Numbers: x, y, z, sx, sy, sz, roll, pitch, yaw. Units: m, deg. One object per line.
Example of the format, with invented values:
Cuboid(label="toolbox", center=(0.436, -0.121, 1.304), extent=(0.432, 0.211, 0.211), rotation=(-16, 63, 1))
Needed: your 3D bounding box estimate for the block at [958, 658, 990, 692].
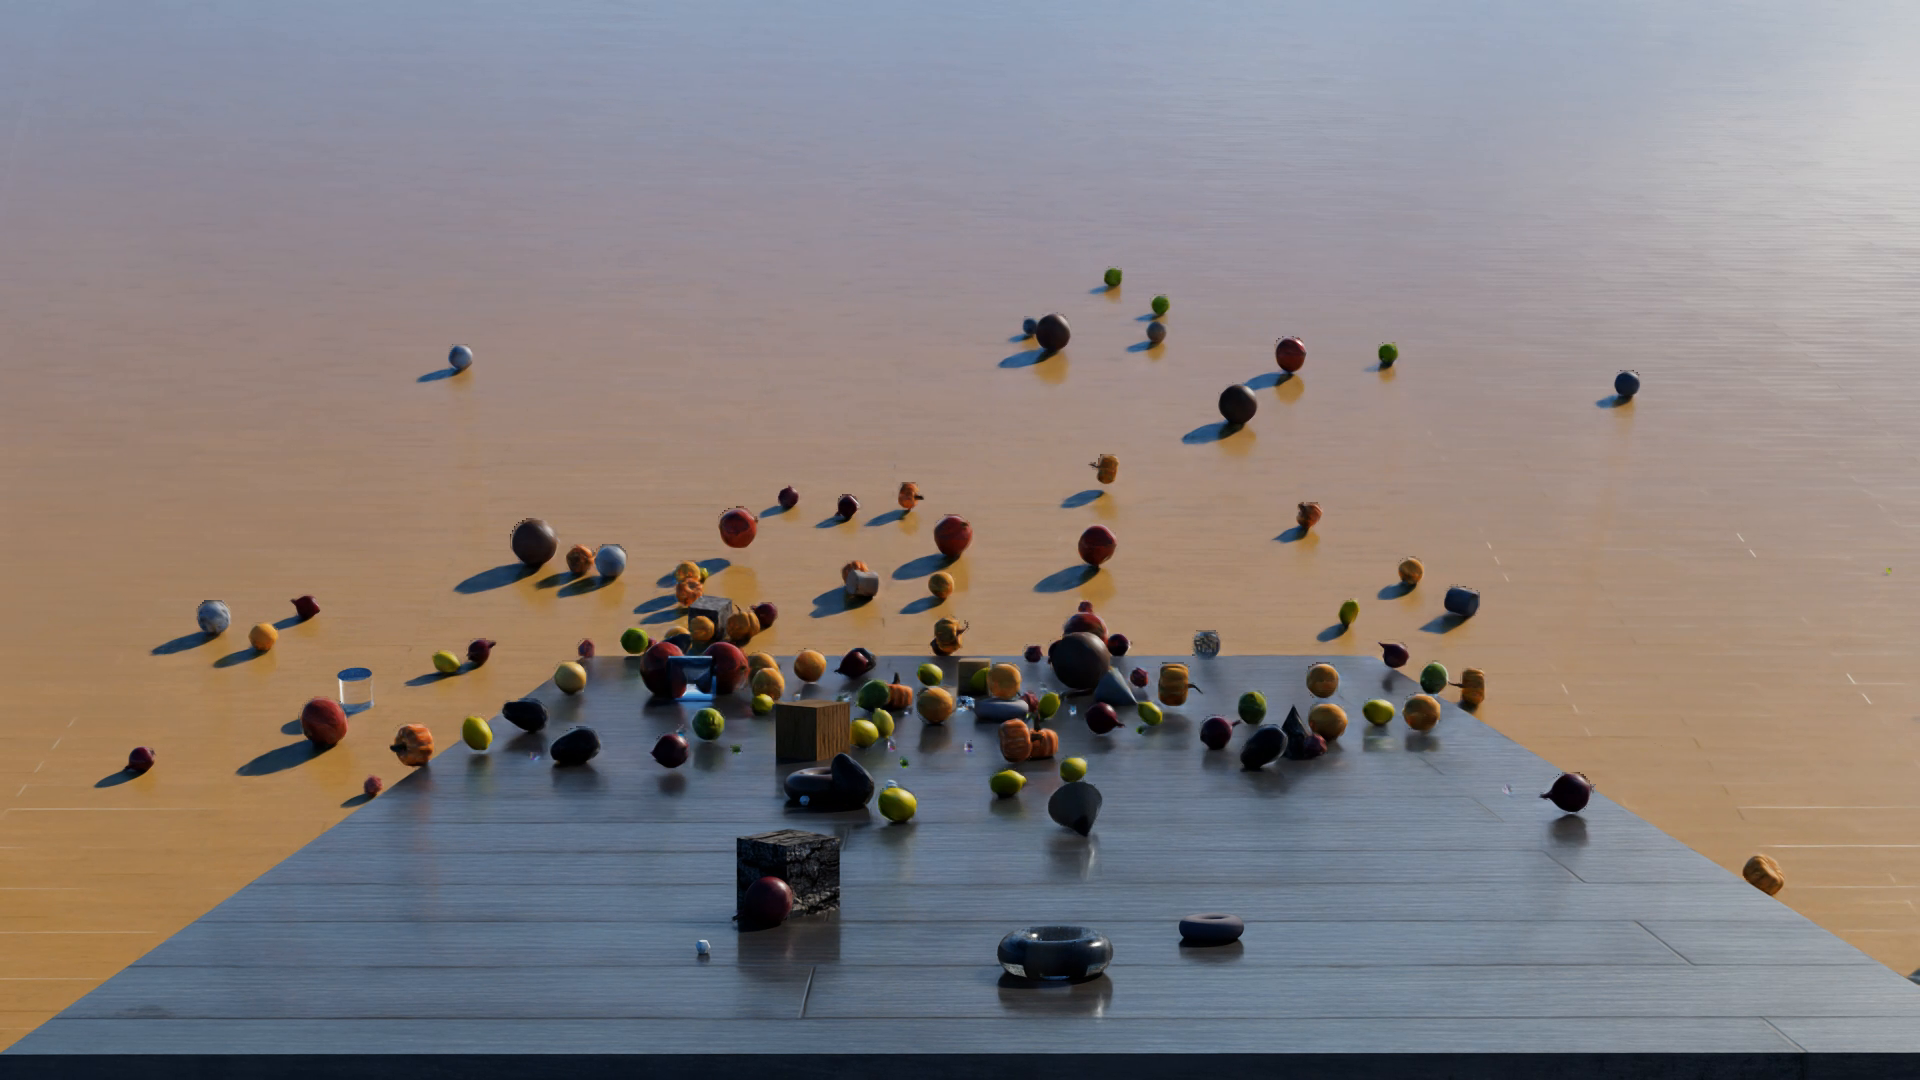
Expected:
Cuboid(label="block", center=(0.033, 0.301, 5.740), extent=(0.067, 0.067, 0.067), rotation=(0, 3, 5))

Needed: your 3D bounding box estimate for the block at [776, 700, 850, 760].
Cuboid(label="block", center=(-0.267, 0.344, 4.670), extent=(0.096, 0.096, 0.096), rotation=(2, 4, 36))

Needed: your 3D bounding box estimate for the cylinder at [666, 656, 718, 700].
Cuboid(label="cylinder", center=(-0.577, 0.298, 5.532), extent=(0.096, 0.096, 0.096), rotation=(0, 21, 3))

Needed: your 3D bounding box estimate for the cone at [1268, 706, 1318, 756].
Cuboid(label="cone", center=(0.609, 0.345, 4.696), extent=(0.090, 0.090, 0.090), rotation=(0, 3, 0))

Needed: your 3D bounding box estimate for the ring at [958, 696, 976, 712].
Cuboid(label="ring", center=(-0.008, 0.342, 5.372), extent=(0.080, 0.027, 0.080), rotation=(-1, 4, 0))

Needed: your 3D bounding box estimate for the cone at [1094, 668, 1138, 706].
Cuboid(label="cone", center=(0.345, 0.330, 5.455), extent=(0.087, 0.087, 0.087), rotation=(32, 34, 26))

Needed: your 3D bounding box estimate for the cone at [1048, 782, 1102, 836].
Cuboid(label="cone", center=(0.180, 0.418, 3.826), extent=(0.083, 0.083, 0.083), rotation=(-4, 30, -9))

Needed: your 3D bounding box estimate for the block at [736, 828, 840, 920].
Cuboid(label="block", center=(-0.217, 0.422, 3.251), extent=(0.092, 0.092, 0.092), rotation=(3, 4, 43))

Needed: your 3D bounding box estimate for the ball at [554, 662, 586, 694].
Cuboid(label="ball", center=(-0.860, 0.304, 5.679), extent=(0.070, 0.070, 0.070), rotation=(0, 21, 0))

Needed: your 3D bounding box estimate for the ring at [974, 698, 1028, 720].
Cuboid(label="ring", center=(0.085, 0.344, 5.218), extent=(0.112, 0.037, 0.112), rotation=(0, 2, 0))

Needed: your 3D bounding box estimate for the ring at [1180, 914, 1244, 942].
Cuboid(label="ring", center=(0.301, 0.464, 3.076), extent=(0.078, 0.026, 0.078), rotation=(-2, -1, 0))

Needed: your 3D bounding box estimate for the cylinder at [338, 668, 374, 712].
Cuboid(label="cylinder", center=(-1.518, 0.376, 6.458), extent=(0.085, 0.085, 0.085), rotation=(0, 21, 0))

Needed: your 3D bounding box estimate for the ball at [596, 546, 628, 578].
Cuboid(label="ball", center=(-0.985, 0.060, 7.258), extent=(0.090, 0.090, 0.090), rotation=(0, 21, 0))

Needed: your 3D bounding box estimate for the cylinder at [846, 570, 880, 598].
Cuboid(label="cylinder", center=(-0.269, 0.120, 7.115), extent=(0.068, 0.068, 0.068), rotation=(11, 13, -33))

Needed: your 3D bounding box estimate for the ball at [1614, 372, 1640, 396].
Cuboid(label="ball", center=(2.281, -0.533, 8.785), extent=(0.083, 0.083, 0.083), rotation=(0, 21, 0))

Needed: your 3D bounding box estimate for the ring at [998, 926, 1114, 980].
Cuboid(label="ring", center=(0.107, 0.465, 2.897), extent=(0.131, 0.044, 0.131), rotation=(-1, 3, 0))

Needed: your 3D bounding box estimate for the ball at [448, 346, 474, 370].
Cuboid(label="ball", center=(-1.760, -0.644, 9.066), extent=(0.085, 0.085, 0.085), rotation=(0, 21, 0))

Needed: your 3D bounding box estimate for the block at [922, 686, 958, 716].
Cuboid(label="block", center=(-0.042, 0.331, 5.310), extent=(0.054, 0.054, 0.054), rotation=(1, 3, 26))

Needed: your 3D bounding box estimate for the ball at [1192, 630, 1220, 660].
Cuboid(label="ball", center=(0.617, 0.263, 6.434), extent=(0.070, 0.070, 0.070), rotation=(0, 21, 0))

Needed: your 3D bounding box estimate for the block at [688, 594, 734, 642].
Cuboid(label="block", center=(-0.668, 0.209, 6.881), extent=(0.088, 0.088, 0.088), rotation=(8, 23, 19))

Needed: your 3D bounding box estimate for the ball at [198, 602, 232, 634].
Cuboid(label="ball", center=(-1.998, 0.208, 6.885), extent=(0.088, 0.088, 0.088), rotation=(0, 21, 0))

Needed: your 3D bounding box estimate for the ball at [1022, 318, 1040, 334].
Cuboid(label="ball", center=(0.262, -0.786, 9.461), extent=(0.062, 0.062, 0.062), rotation=(0, 21, 0))

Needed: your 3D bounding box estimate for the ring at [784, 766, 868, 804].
Cuboid(label="ring", center=(-0.217, 0.397, 4.162), extent=(0.137, 0.046, 0.137), rotation=(-1, 3, 0))

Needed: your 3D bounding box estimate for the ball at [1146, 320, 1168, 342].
Cuboid(label="ball", center=(0.718, -0.760, 9.373), extent=(0.078, 0.078, 0.078), rotation=(0, 21, 0))

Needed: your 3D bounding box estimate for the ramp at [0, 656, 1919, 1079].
Cuboid(label="ramp", center=(0.050, 0.449, 4.532), extent=(2.000, 0.100, 4.000), rotation=(0, 3, 0))
